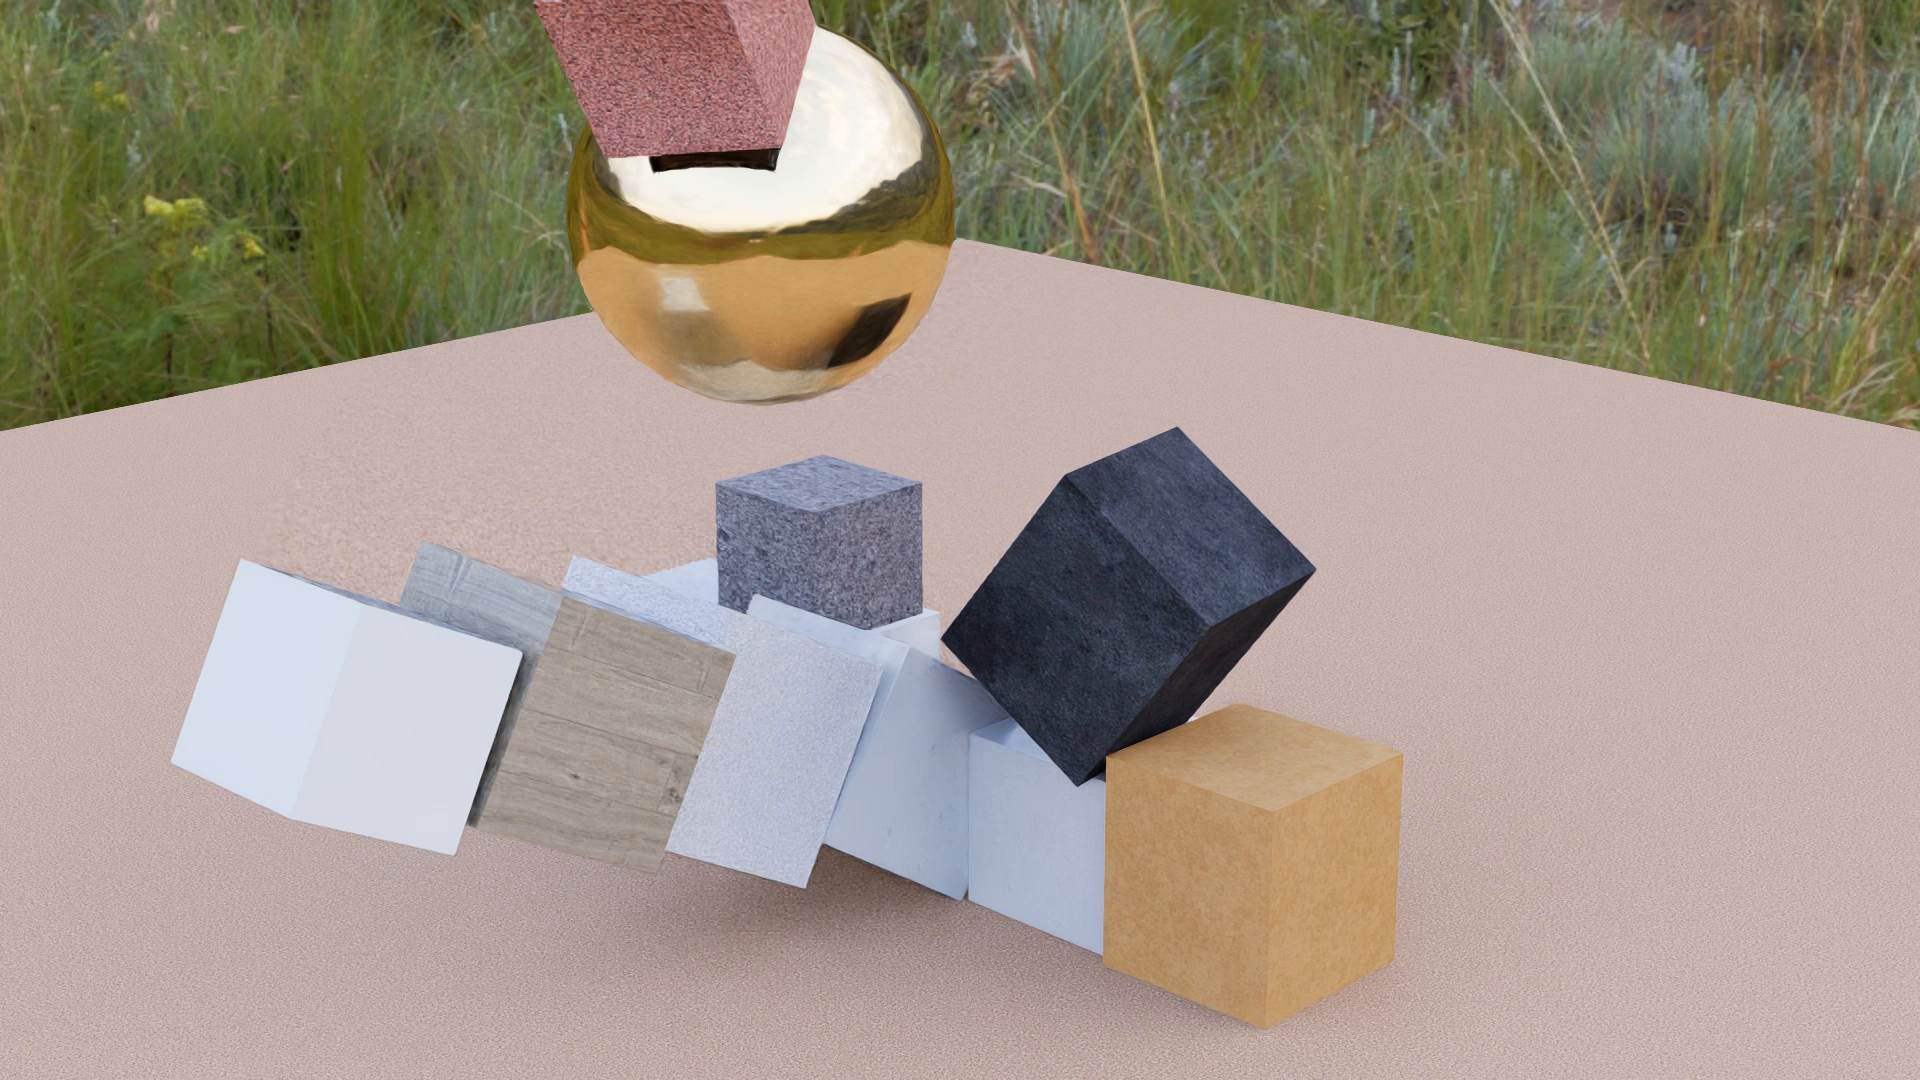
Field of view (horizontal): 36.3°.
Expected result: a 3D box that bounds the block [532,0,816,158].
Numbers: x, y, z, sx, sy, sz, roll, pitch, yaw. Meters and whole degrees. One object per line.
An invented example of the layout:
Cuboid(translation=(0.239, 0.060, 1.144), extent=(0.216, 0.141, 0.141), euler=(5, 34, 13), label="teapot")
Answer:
Cuboid(translation=(-1.058, -1.985, 11.061), extent=(0.724, 0.799, 0.678), euler=(-1, 52, 17), label="block")

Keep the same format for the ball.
Cuboid(translation=(-0.816, -1.353, 12.061), extent=(1.600, 1.600, 1.600), euler=(0, 17, 0), label="ball")

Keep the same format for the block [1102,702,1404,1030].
Cuboid(translation=(1.237, 1.355, 12.430), extent=(0.879, 0.960, 0.890), euler=(16, 23, 41), label="block")

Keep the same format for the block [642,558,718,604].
Cuboid(translation=(-1.288, 0.655, 14.869), extent=(0.760, 0.835, 0.797), euler=(-17, 24, -42), label="block")

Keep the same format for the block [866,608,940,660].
Cuboid(translation=(-0.679, 0.785, 14.327), extent=(0.833, 0.911, 0.813), euler=(17, 24, 42), label="block")

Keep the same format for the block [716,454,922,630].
Cuboid(translation=(-0.673, 0.041, 14.078), extent=(0.702, 0.658, 0.693), euler=(-17, 24, -42), label="block")

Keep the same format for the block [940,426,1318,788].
Cuboid(translation=(0.717, 0.274, 12.522), extent=(0.874, 1.044, 0.908), euler=(47, 36, 15), label="block")

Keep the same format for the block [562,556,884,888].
Cuboid(translation=(-1.155, 0.773, 12.506), extent=(1.034, 1.005, 0.963), euler=(17, -5, 42), label="block")

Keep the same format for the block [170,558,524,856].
Cuboid(translation=(-2.283, 0.622, 10.928), extent=(0.794, 0.799, 0.772), euler=(16, -4, 42), label="block")

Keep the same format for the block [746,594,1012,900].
Cuboid(translation=(-0.462, 0.932, 13.222), extent=(1.012, 0.918, 0.964), euler=(17, -9, 42), label="block")

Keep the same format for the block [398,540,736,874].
Cuboid(translation=(-1.669, 0.663, 11.642), extent=(0.910, 0.928, 0.961), euler=(18, -3, 42), label="block")

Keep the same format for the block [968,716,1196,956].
Cuboid(translation=(0.638, 1.234, 13.076), extent=(0.854, 0.804, 0.841), euler=(-17, 24, -42), label="block")
